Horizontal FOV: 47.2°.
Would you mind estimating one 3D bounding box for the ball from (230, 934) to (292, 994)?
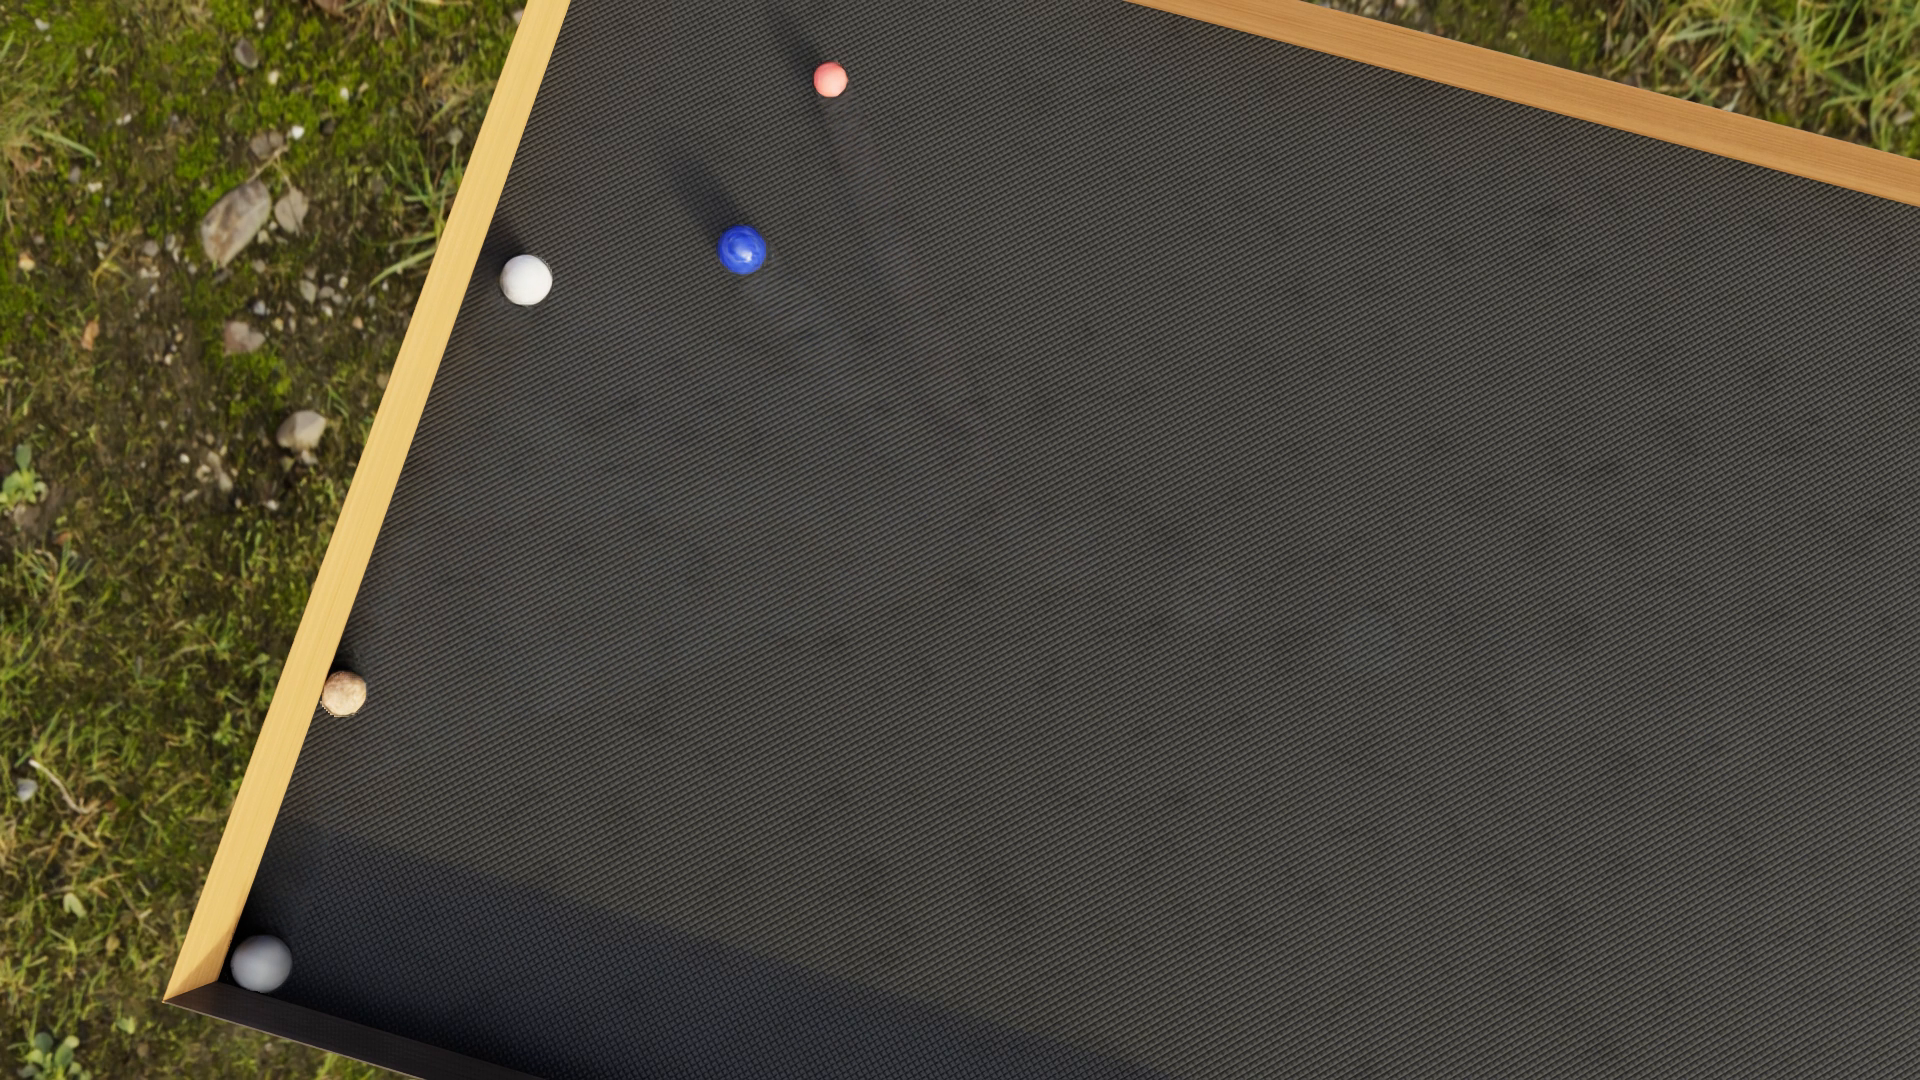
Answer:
[{"bbox_3d":[-1.008,0.611,3.173,0.085,0.085,0.085,0,76,0],"label":"ball"}]

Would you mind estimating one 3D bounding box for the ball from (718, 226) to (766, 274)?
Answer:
[{"bbox_3d":[-0.340,-0.454,3.440,0.076,0.076,0.076,0,76,0],"label":"ball"}]

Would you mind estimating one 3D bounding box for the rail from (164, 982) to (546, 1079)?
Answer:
[{"bbox_3d":[0.595,1.116,3.032,3.559,0.114,0.045,16,77,4],"label":"rail"}]

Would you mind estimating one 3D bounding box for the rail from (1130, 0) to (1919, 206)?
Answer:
[{"bbox_3d":[1.116,-0.651,3.468,3.559,0.114,0.045,16,77,4],"label":"rail"}]

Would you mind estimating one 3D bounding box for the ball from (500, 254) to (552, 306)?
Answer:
[{"bbox_3d":[-0.677,-0.405,3.426,0.079,0.079,0.079,0,76,0],"label":"ball"}]

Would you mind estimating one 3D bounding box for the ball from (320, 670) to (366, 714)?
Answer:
[{"bbox_3d":[-0.918,0.227,3.277,0.066,0.066,0.066,0,76,0],"label":"ball"}]

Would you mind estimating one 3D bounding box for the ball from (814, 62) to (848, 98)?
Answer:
[{"bbox_3d":[-0.208,-0.737,3.521,0.055,0.055,0.055,0,76,0],"label":"ball"}]

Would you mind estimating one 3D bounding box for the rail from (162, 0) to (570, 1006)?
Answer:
[{"bbox_3d":[-0.833,-0.237,3.366,0.045,0.114,1.941,16,77,4],"label":"rail"}]
